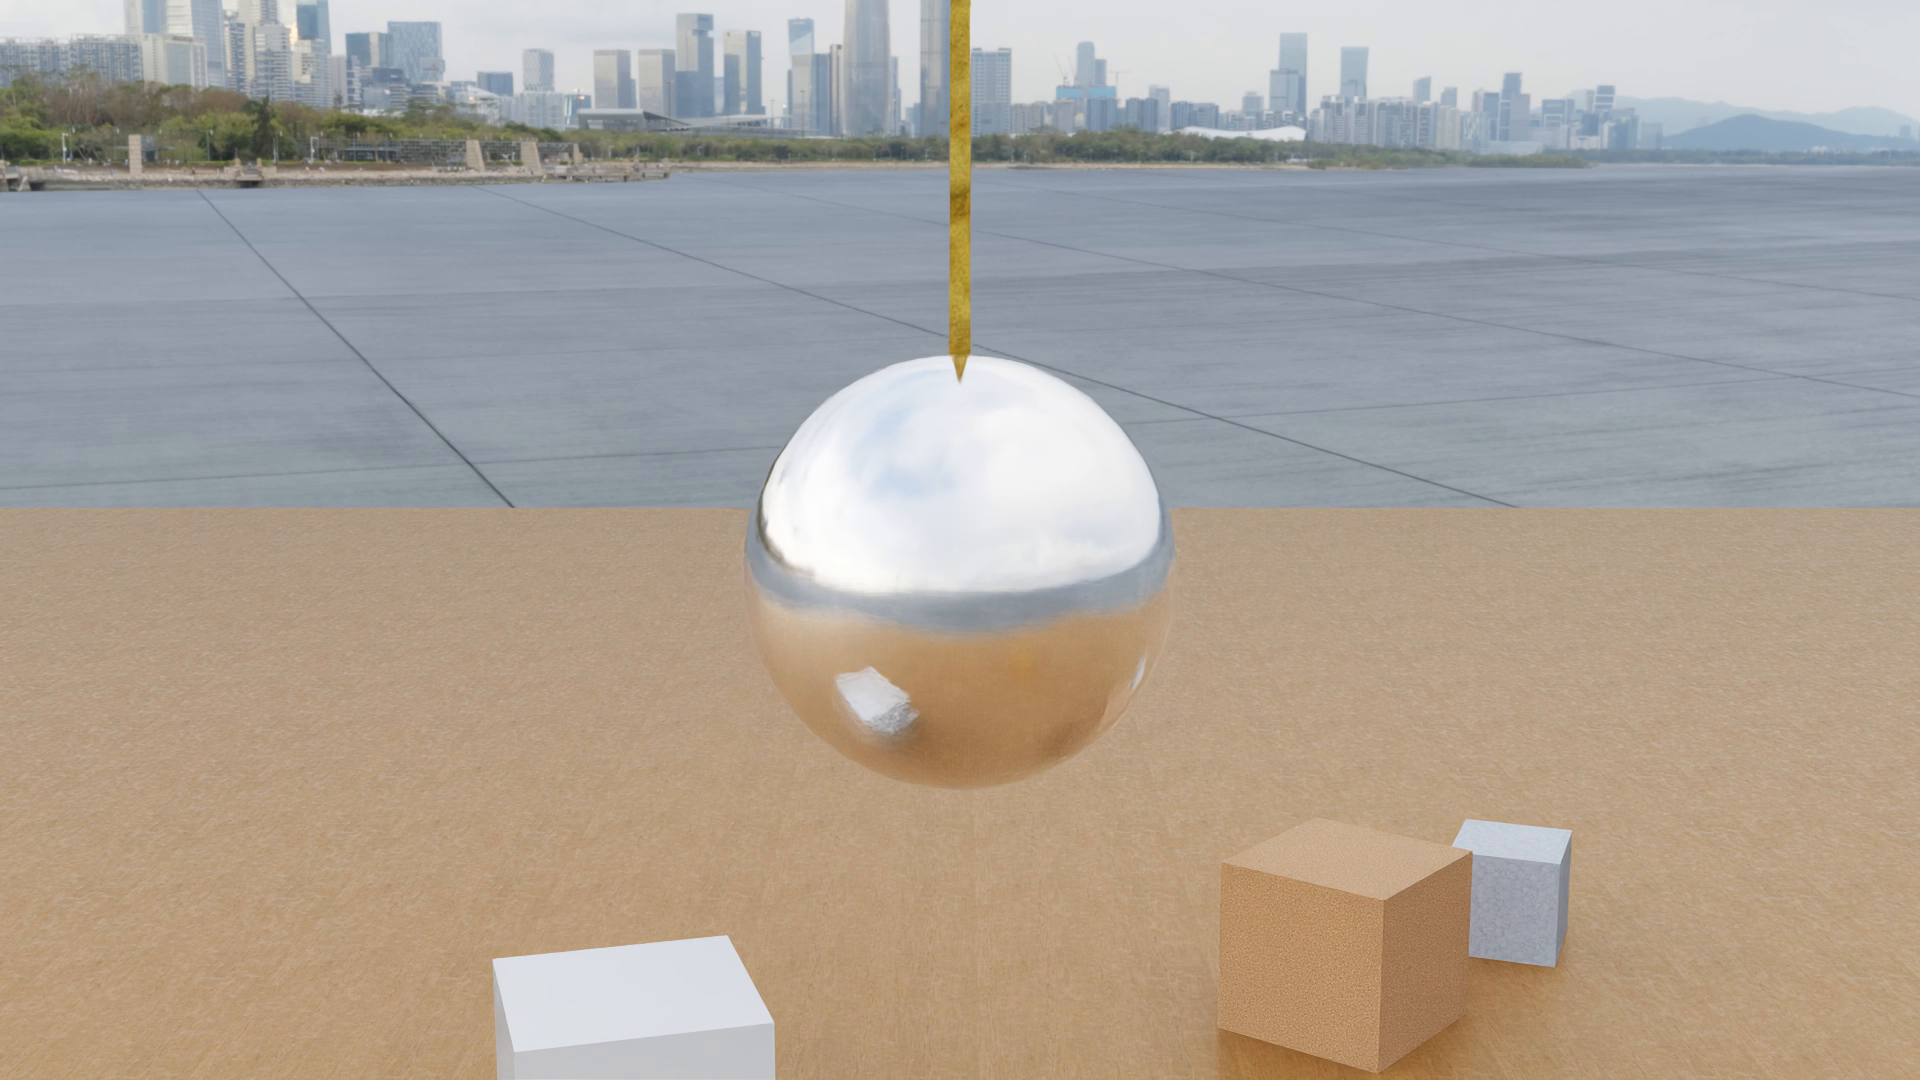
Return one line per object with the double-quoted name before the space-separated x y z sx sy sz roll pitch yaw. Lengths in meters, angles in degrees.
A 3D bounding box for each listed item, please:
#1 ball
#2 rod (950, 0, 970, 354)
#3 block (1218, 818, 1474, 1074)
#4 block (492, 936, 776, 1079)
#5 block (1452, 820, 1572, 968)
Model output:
"ball" 0.000 0.115 8.104 1.600 1.600 1.600 0 10 0
"rod" 0.000 -3.075 9.279 0.080 5.200 0.080 0 -20 0
"block" 1.546 1.601 8.823 0.716 0.692 0.749 8 13 38
"block" -1.109 1.850 7.410 0.823 0.708 0.824 -3 11 -16
"block" 2.429 1.553 9.726 0.468 0.465 0.498 4 11 21
